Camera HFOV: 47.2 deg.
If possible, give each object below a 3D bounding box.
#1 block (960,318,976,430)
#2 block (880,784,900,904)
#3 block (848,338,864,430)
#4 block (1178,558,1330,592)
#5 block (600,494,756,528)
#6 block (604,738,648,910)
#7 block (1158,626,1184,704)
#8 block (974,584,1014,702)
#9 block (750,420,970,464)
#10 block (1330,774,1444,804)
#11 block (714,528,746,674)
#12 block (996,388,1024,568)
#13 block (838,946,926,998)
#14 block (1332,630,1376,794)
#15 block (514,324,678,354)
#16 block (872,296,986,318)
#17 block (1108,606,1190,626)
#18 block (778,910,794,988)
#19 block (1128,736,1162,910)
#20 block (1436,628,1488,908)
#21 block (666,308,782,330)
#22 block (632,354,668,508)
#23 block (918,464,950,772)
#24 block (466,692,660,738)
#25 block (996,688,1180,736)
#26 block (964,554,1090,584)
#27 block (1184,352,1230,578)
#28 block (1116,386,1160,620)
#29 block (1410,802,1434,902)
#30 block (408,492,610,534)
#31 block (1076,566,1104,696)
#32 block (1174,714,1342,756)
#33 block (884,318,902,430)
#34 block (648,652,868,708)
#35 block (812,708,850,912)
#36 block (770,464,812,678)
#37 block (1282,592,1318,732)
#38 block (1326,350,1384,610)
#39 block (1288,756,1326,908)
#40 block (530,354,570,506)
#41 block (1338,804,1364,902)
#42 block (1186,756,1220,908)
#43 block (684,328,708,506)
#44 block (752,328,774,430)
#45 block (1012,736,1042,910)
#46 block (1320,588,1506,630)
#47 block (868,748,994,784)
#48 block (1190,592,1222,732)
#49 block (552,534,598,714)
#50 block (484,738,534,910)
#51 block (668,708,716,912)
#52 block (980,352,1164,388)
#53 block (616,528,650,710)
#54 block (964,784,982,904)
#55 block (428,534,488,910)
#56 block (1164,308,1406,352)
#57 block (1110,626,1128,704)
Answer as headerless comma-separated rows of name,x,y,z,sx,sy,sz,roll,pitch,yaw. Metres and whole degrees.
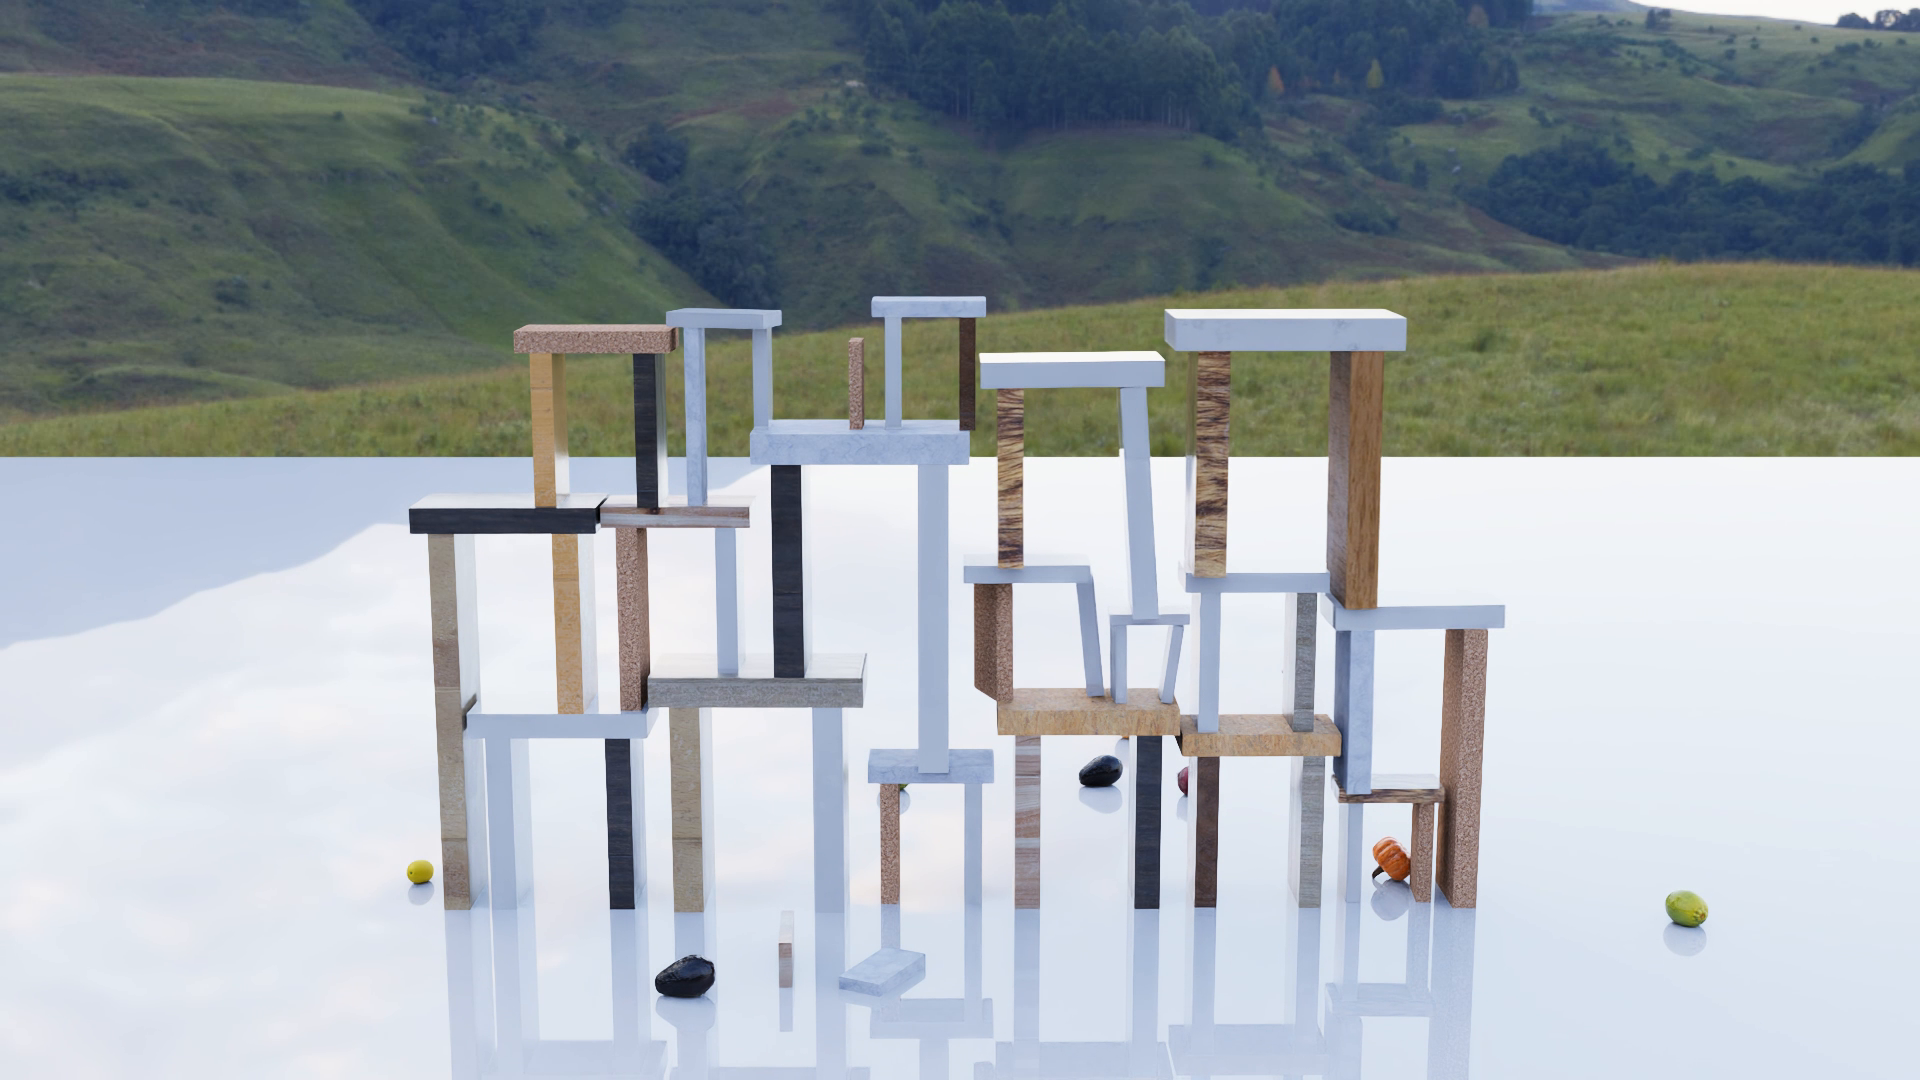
block,0.012,-0.269,3.506,0.025,0.179,0.090,0,11,1
block,-0.116,0.489,3.651,0.029,0.206,0.103,0,11,0
block,-0.165,-0.250,3.510,0.020,0.139,0.070,0,11,1
block,0.476,0.058,3.573,0.231,0.033,0.116,0,11,0
block,-0.453,-0.047,3.554,0.238,0.034,0.119,0,11,0
block,-0.552,0.449,3.639,0.041,0.289,0.144,0,11,0
block,0.345,0.197,3.595,0.018,0.130,0.065,8,10,-1
block,0.055,0.154,3.624,0.029,0.203,0.102,-4,11,-21
block,-0.157,-0.157,3.528,0.344,0.049,0.172,0,11,0
block,0.704,0.410,3.629,0.172,0.024,0.086,0,11,1
block,-0.373,0.087,3.578,0.034,0.238,0.119,0,10,0
block,0.080,-0.109,3.538,0.041,0.288,0.144,0,11,0
block,-0.116,0.648,3.304,0.070,0.020,0.140,6,12,27
block,0.643,0.265,3.598,0.039,0.272,0.136,-1,11,-1
block,-0.576,-0.320,3.499,0.243,0.034,0.122,0,11,0
block,-0.049,-0.370,3.488,0.179,0.025,0.090,0,11,0
block,0.307,0.123,3.585,0.130,0.018,0.065,-1,11,2
block,-0.262,0.618,3.328,0.020,0.070,0.140,-1,11,-3
block,0.306,0.446,3.641,0.042,0.293,0.147,0,11,0
block,0.826,0.360,3.624,0.039,0.468,0.136,0,11,0
block,-0.373,-0.350,3.478,0.163,0.023,0.081,3,11,15
block,-0.495,-0.183,3.524,0.034,0.245,0.121,0,11,0
block,-0.042,0.113,3.578,0.049,0.501,0.172,0,11,0
block,-0.648,0.286,3.609,0.289,0.041,0.144,0,11,0
block,0.208,0.281,3.611,0.293,0.042,0.147,0,11,0
block,0.107,0.046,3.570,0.203,0.029,0.102,0,11,1
block,0.396,-0.133,3.531,0.051,0.358,0.179,0,11,1
block,0.285,-0.069,3.547,0.041,0.372,0.144,-4,10,2
block,0.768,0.505,3.654,0.024,0.172,0.086,1,11,4
block,-0.723,-0.043,3.547,0.294,0.042,0.147,0,11,0
block,0.214,0.148,3.651,0.029,0.203,0.102,-6,10,2
block,0.487,0.320,3.616,0.257,0.036,0.128,0,11,-1
block,-0.107,-0.269,3.507,0.025,0.179,0.090,0,11,-3
block,-0.327,0.229,3.598,0.344,0.049,0.172,0,11,0
block,-0.212,0.422,3.634,0.049,0.344,0.172,0,11,0
block,-0.272,0.035,3.564,0.049,0.344,0.172,0,11,1
block,0.556,0.187,3.600,0.033,0.231,0.116,0,11,-1
block,0.633,-0.108,3.533,0.051,0.409,0.179,-1,11,-1
block,0.573,0.465,3.642,0.036,0.257,0.128,0,11,0
block,-0.657,-0.184,3.524,0.034,0.243,0.121,0,11,0
block,0.648,0.505,3.653,0.024,0.172,0.086,-1,11,0
block,0.402,0.464,3.642,0.036,0.257,0.128,0,11,0
block,-0.423,-0.202,3.520,0.023,0.284,0.081,0,11,0
block,-0.315,-0.262,3.508,0.023,0.163,0.081,0,11,0
block,0.110,0.446,3.641,0.042,0.293,0.147,0,11,0
block,0.732,0.111,3.573,0.272,0.039,0.136,-1,11,-1
block,-0.047,0.373,3.629,0.206,0.029,0.103,0,11,0
block,0.400,0.188,3.597,0.033,0.231,0.116,0,11,-1
block,-0.626,0.122,3.578,0.042,0.294,0.147,0,11,0
block,-0.745,0.449,3.639,0.041,0.289,0.144,0,11,0
block,-0.442,0.422,3.634,0.049,0.344,0.172,0,11,0
block,0.176,-0.272,3.508,0.288,0.041,0.144,-1,11,0
block,-0.532,0.118,3.584,0.034,0.300,0.119,0,11,0
block,0.022,0.489,3.651,0.029,0.206,0.103,0,11,0
block,-0.821,0.284,3.607,0.042,0.624,0.147,0,11,0
block,0.513,-0.335,3.497,0.358,0.051,0.179,0,11,0
block,0.259,0.197,3.597,0.018,0.130,0.065,-2,11,-4
